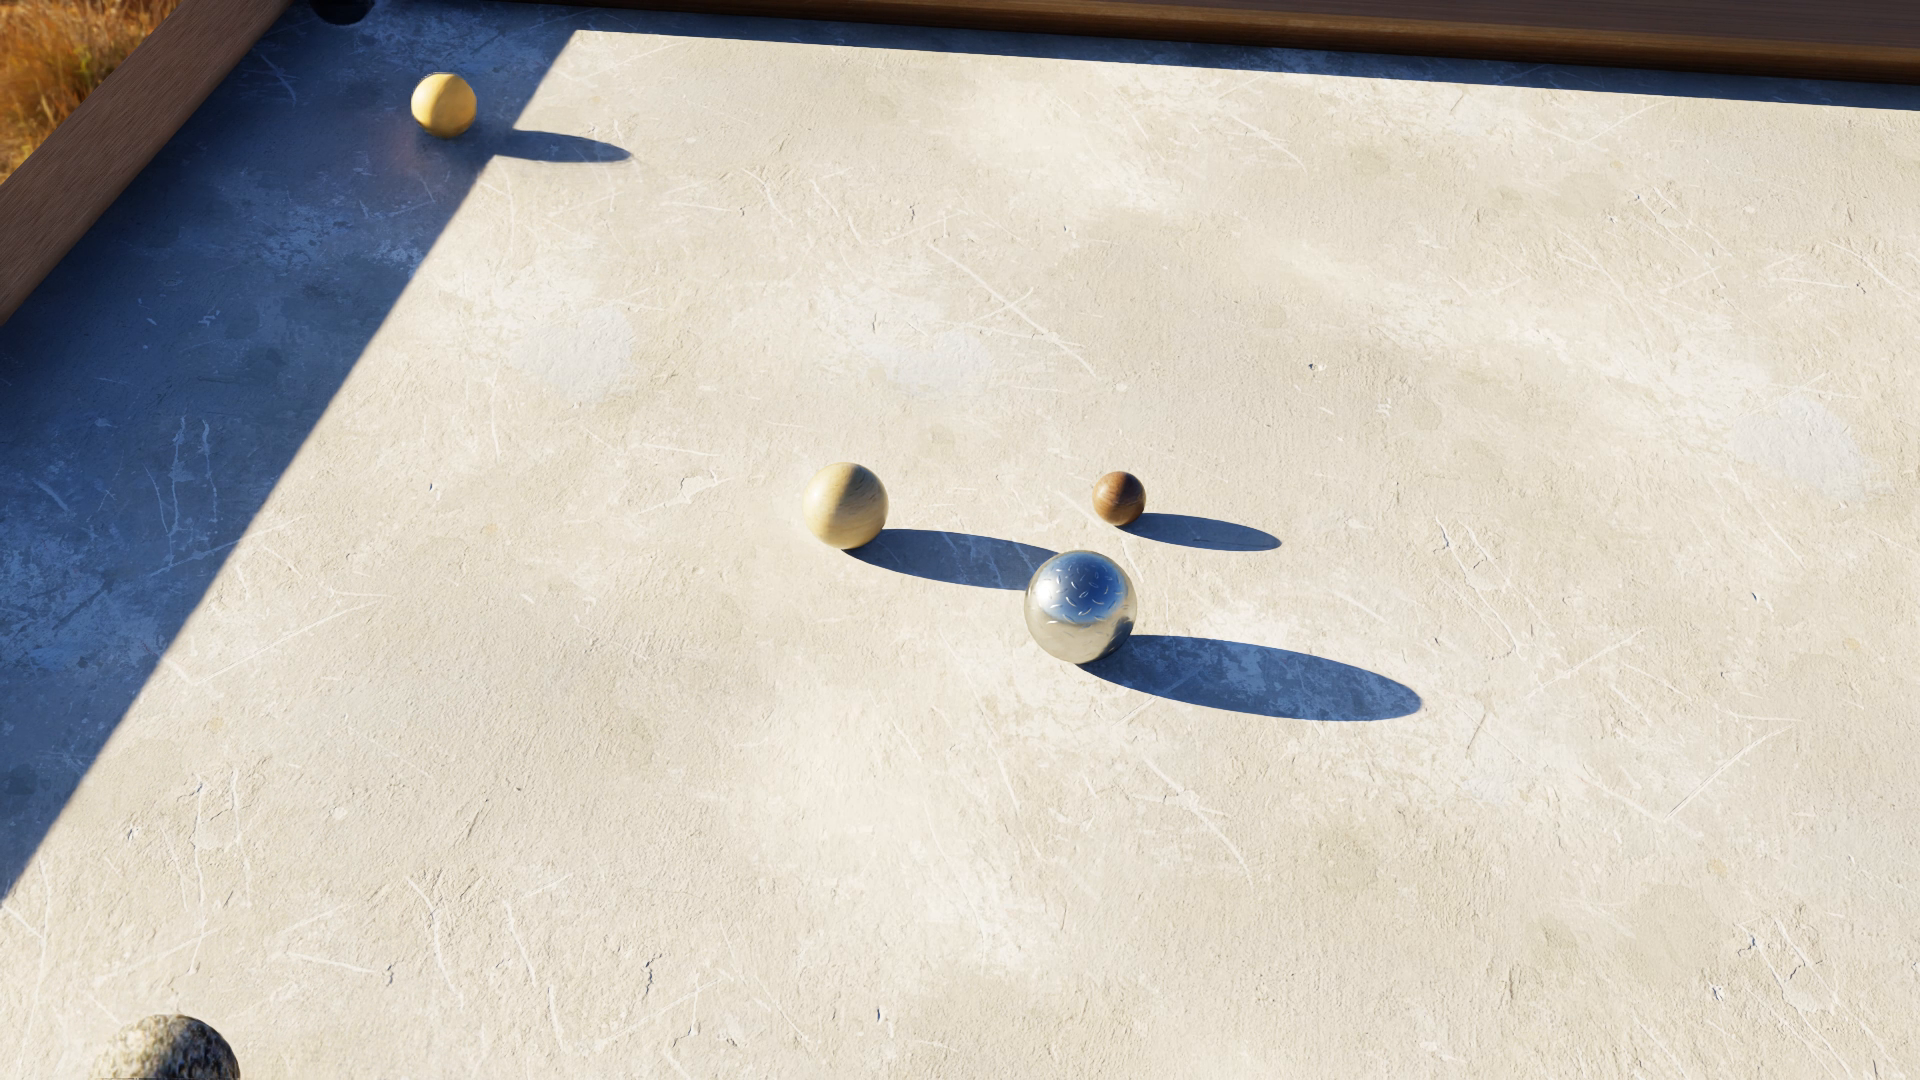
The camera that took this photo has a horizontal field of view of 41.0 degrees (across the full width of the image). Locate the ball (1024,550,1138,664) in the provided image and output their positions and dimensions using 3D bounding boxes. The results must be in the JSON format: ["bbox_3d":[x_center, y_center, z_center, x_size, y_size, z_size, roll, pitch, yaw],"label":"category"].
[{"bbox_3d":[0.084,0.047,1.793,0.080,0.080,0.080,0,35,0],"label":"ball"}]

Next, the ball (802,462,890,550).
[{"bbox_3d":[-0.085,-0.026,1.910,0.065,0.065,0.065,0,35,0],"label":"ball"}]

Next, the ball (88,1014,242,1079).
[{"bbox_3d":[-0.441,0.304,1.421,0.083,0.083,0.083,0,35,0],"label":"ball"}]

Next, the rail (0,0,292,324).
[{"bbox_3d":[-0.833,-0.088,1.960,0.045,0.107,1.962,5,35,7],"label":"rail"}]

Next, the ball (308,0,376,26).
[{"bbox_3d":[-0.650,-0.576,2.694,0.072,0.072,0.072,0,35,0],"label":"ball"}]

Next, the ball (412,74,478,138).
[{"bbox_3d":[-0.498,-0.419,2.478,0.062,0.062,0.062,0,35,0],"label":"ball"}]

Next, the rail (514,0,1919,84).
[{"bbox_3d":[0.995,-0.488,2.536,3.462,0.107,0.045,5,35,7],"label":"rail"}]

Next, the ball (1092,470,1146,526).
[{"bbox_3d":[0.120,-0.032,1.939,0.042,0.042,0.042,0,35,0],"label":"ball"}]
